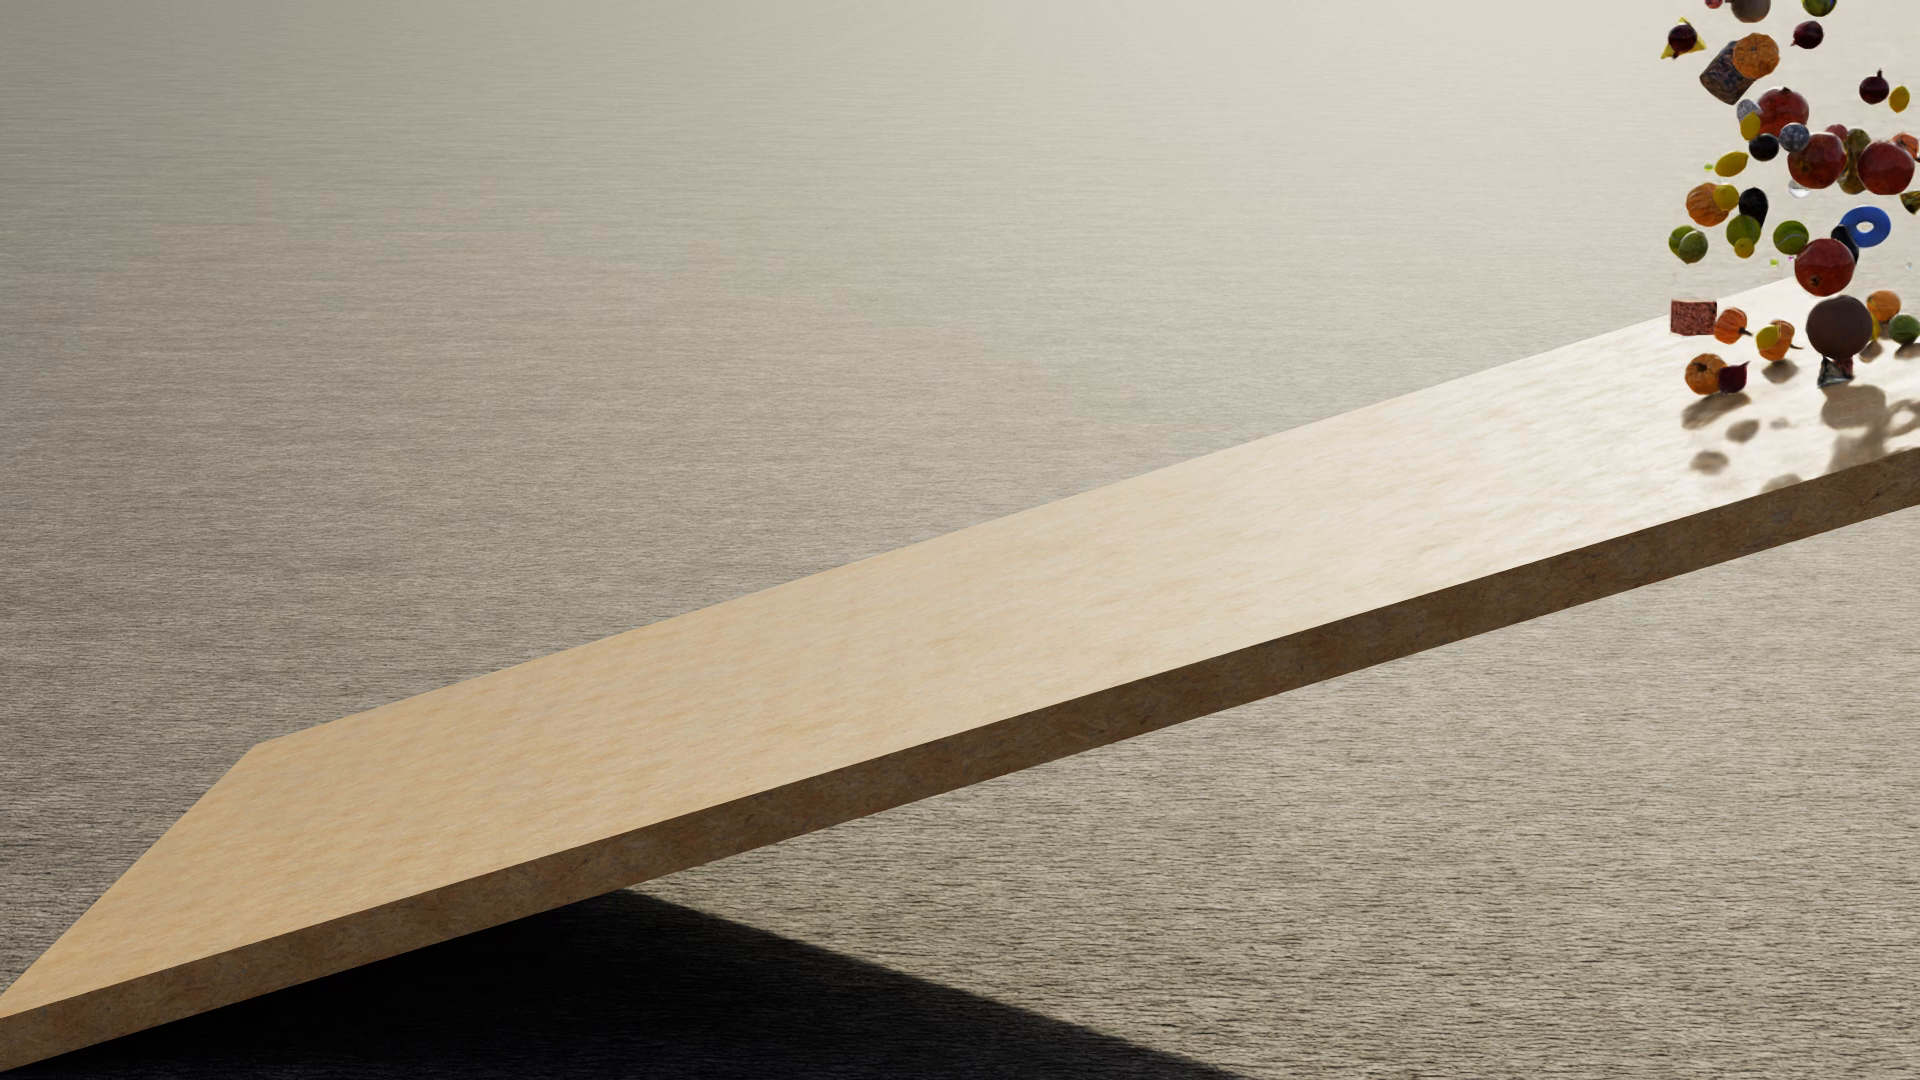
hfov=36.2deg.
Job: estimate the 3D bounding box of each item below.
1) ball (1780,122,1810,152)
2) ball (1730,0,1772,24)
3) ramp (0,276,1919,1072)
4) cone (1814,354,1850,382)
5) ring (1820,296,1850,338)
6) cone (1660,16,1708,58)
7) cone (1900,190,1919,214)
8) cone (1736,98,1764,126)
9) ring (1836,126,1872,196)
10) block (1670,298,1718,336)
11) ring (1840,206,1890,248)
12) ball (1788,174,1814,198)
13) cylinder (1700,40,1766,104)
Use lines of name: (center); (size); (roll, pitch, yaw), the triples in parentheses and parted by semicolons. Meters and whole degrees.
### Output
ball: (1.645, -0.793, 5.799); (0.059, 0.059, 0.059); (0, 11, 0)
ball: (1.552, -1.052, 5.770); (0.077, 0.077, 0.077); (0, 11, 0)
ramp: (0.098, 0.184, 6.313); (4.000, 0.100, 2.000); (-17, 10, 5)
cone: (1.745, -0.327, 5.847); (0.065, 0.065, 0.065); (31, 20, 14)
ring: (1.859, -0.474, 6.250); (0.031, 0.094, 0.094); (-22, 13, -2)
cone: (1.493, -1.029, 6.124); (0.088, 0.088, 0.088); (-38, -5, 23)
cone: (1.977, -0.709, 6.059); (0.057, 0.057, 0.057); (-13, -18, -49)
cone: (1.636, -0.879, 6.045); (0.056, 0.056, 0.056); (-4, 10, -19)
ring: (1.812, -0.768, 5.960); (0.047, 0.140, 0.140); (0, 11, 0)
block: (1.568, -0.477, 6.284); (0.071, 0.071, 0.071); (-3, 12, -13)
ring: (1.849, -0.640, 6.008); (0.102, 0.102, 0.034); (3, 45, 13)
ball: (1.764, -0.743, 6.170); (0.053, 0.053, 0.053); (0, 11, 0)
cylinder: (1.583, -0.959, 6.033); (0.093, 0.093, 0.093); (40, -2, 2)
